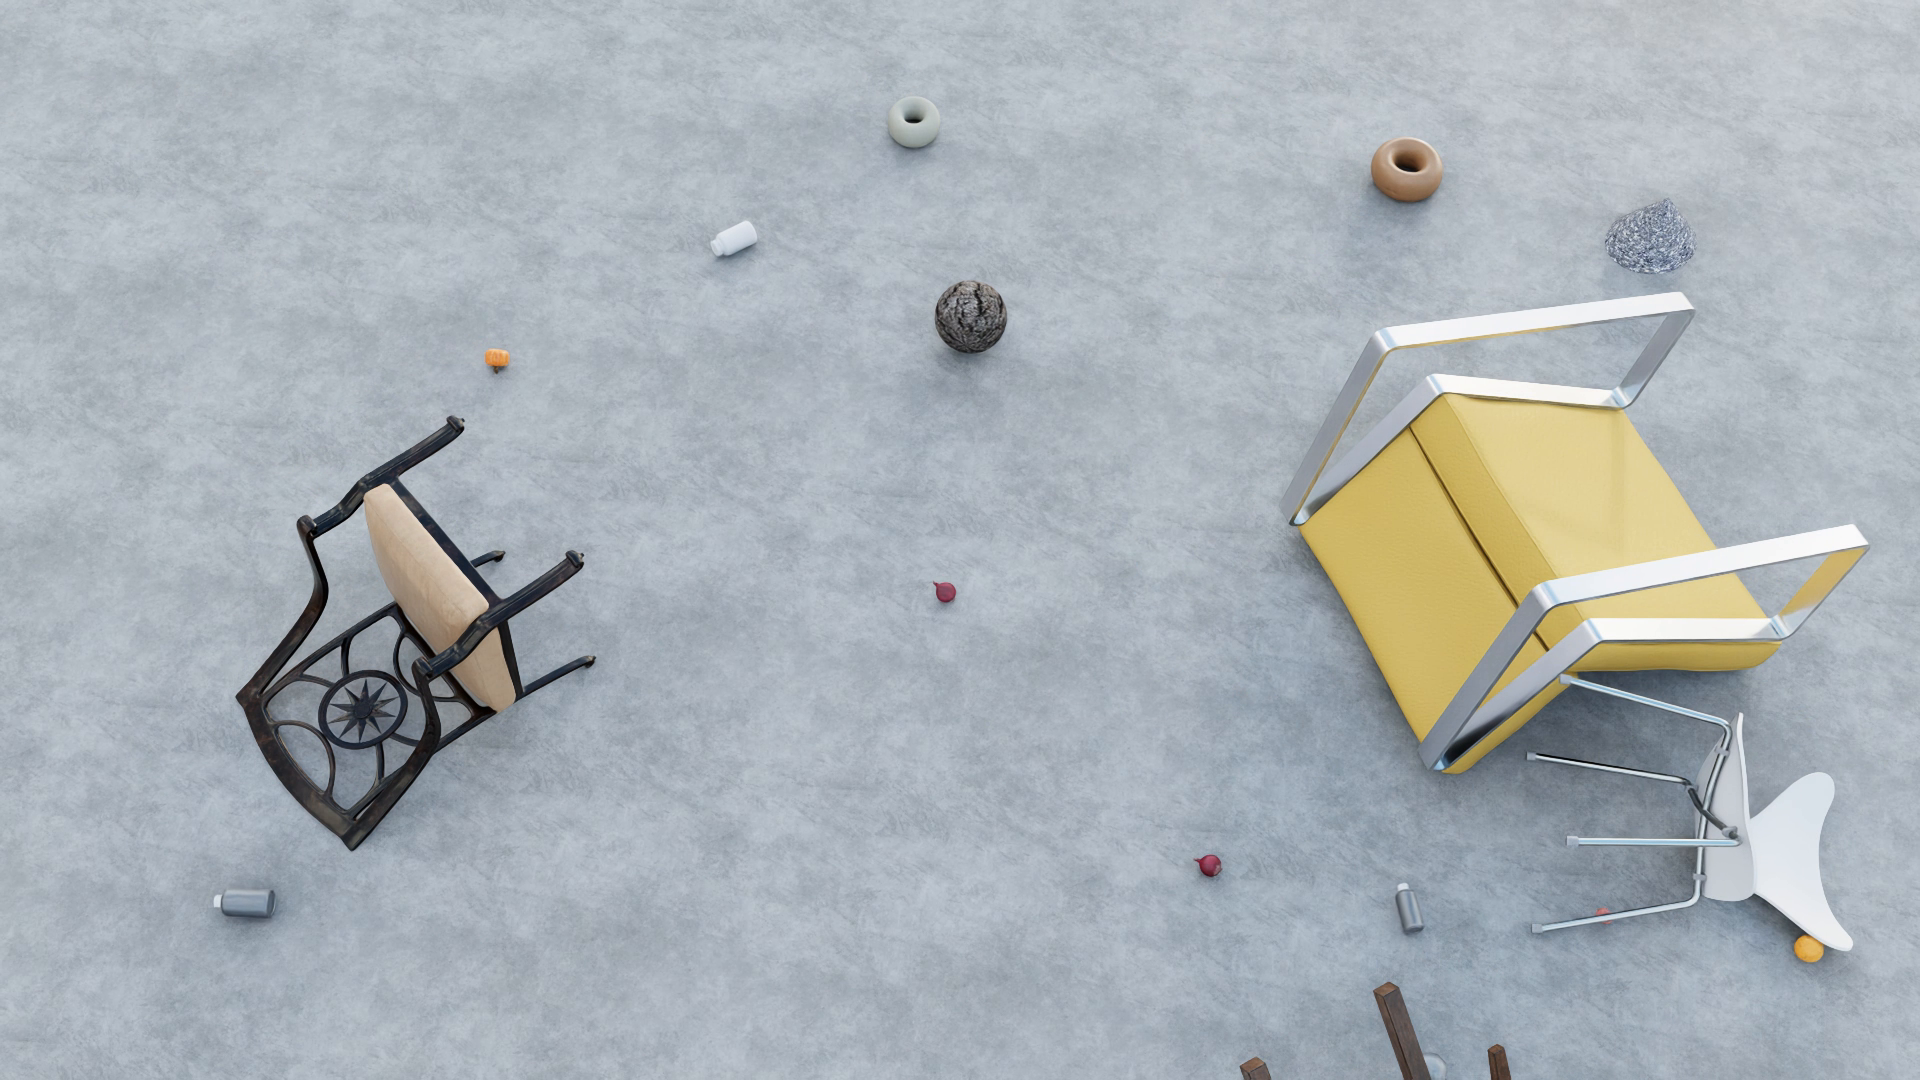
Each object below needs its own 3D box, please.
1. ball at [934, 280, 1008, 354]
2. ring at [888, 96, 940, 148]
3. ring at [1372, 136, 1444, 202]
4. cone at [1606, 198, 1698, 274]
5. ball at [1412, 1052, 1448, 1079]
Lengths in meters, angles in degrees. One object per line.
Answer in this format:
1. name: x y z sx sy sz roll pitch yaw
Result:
1. ball: 0.034 -0.700 6.906 0.230 0.230 0.230 0 56 0
2. ring: -0.156 -1.420 7.471 0.180 0.096 0.191 -6 58 -2
3. ring: 1.491 -1.236 7.333 0.242 0.118 0.231 30 63 17
4. cone: 2.273 -1.041 7.144 0.319 0.213 0.268 -26 60 -16
5. ball: 1.199 1.353 5.613 0.089 0.089 0.089 0 56 0
